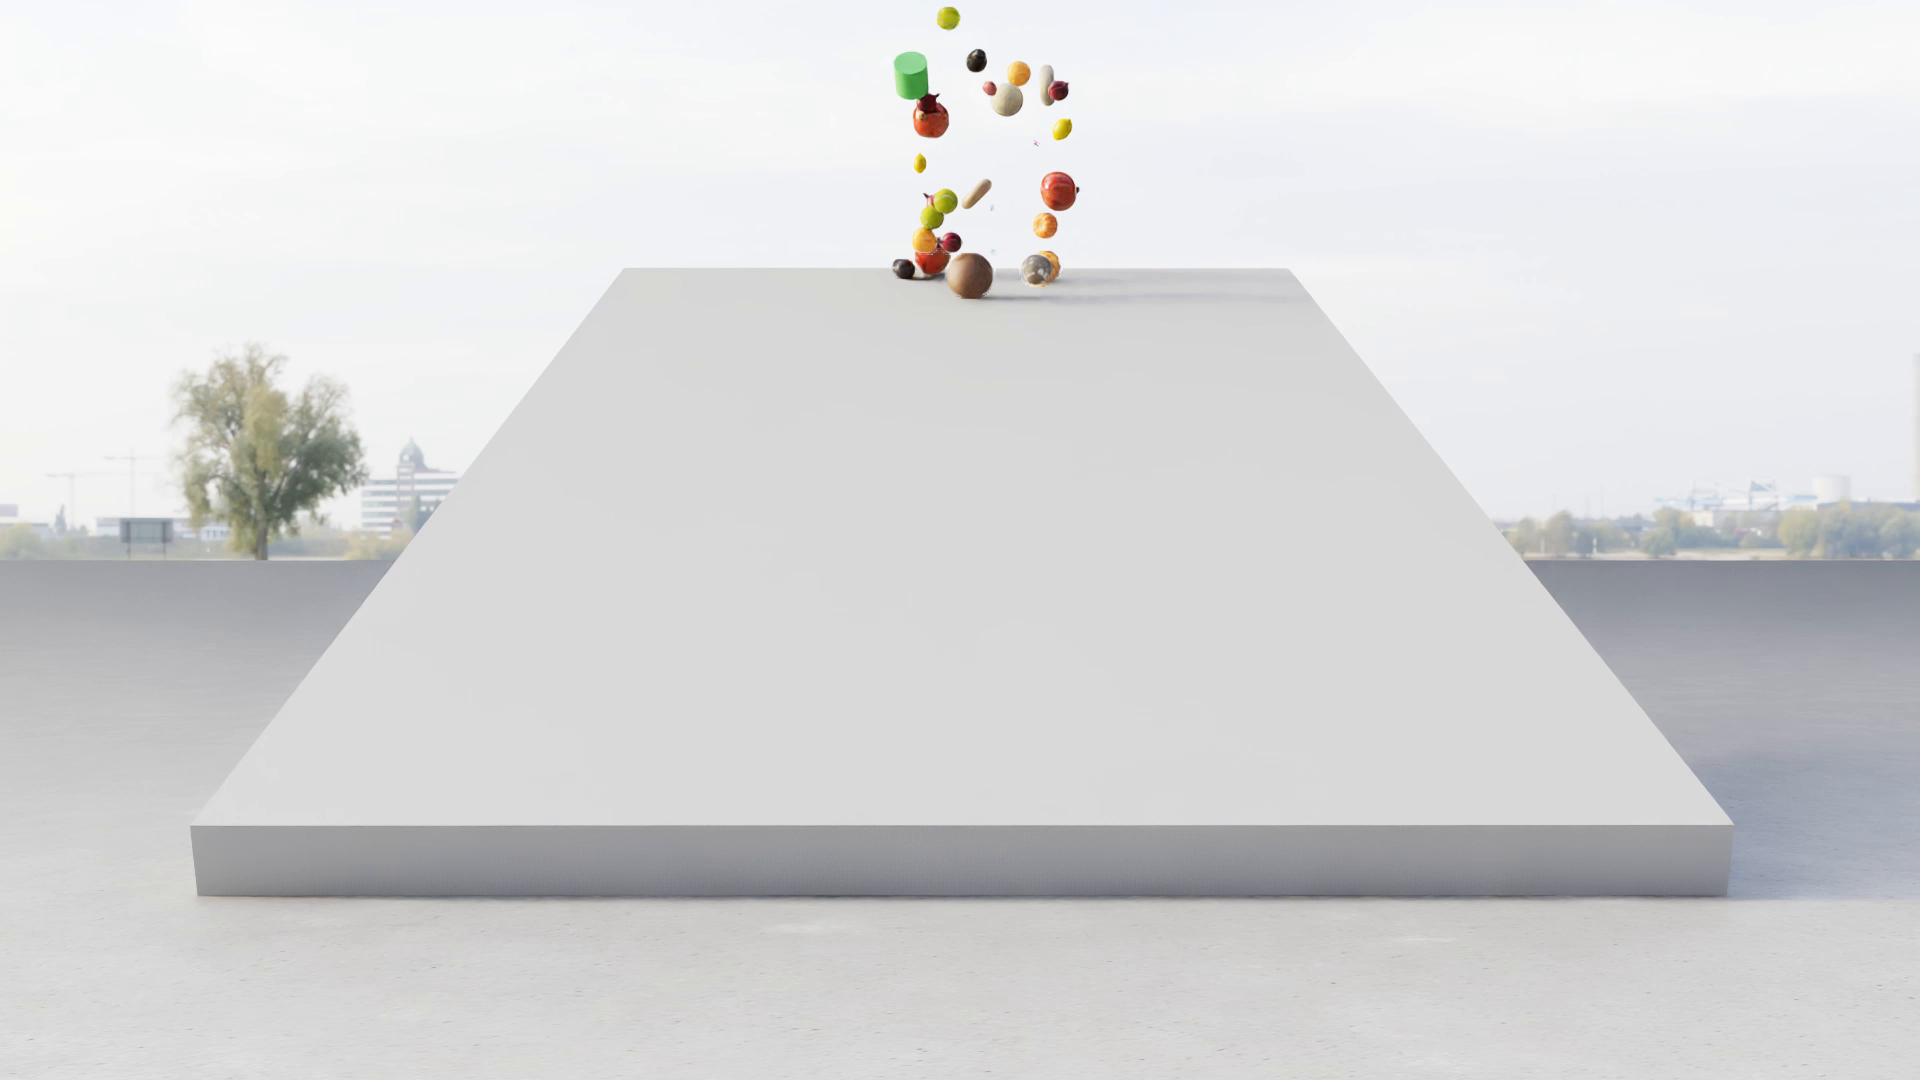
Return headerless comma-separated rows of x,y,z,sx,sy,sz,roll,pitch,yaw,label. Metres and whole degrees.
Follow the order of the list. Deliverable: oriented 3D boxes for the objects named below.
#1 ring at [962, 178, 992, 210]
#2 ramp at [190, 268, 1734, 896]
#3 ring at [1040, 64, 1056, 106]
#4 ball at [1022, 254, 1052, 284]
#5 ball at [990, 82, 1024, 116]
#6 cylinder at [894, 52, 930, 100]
0.049,-1.024,6.583,0.115,0.038,0.115,-44,7,7,ring
-0.003,-0.177,4.806,2.000,0.100,4.000,0,17,0,ramp
0.256,-1.335,6.531,0.041,0.122,0.122,-2,-1,6,ring
0.215,-0.760,6.254,0.086,0.086,0.086,0,0,0,ball
0.139,-1.308,6.612,0.100,0.100,0.100,0,0,0,ball
-0.140,-1.338,6.413,0.098,0.098,0.098,0,-37,4,cylinder
